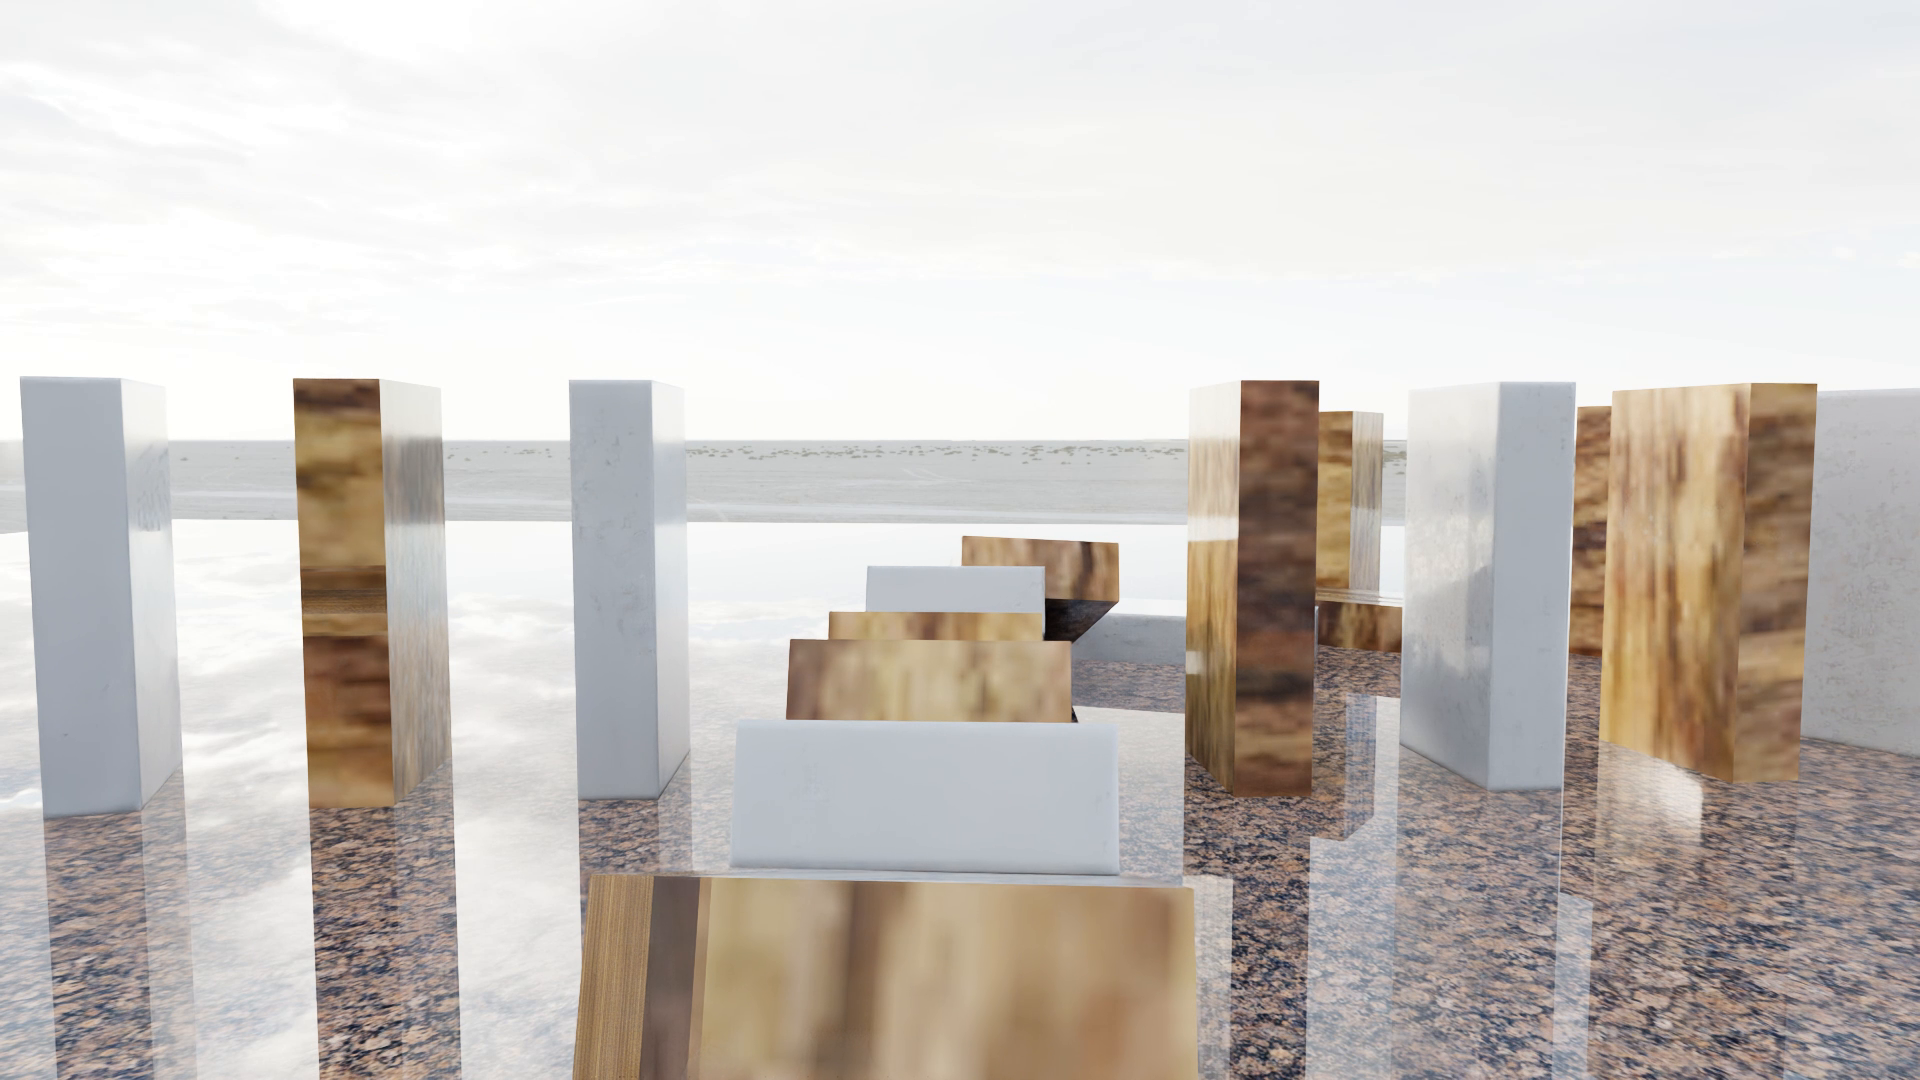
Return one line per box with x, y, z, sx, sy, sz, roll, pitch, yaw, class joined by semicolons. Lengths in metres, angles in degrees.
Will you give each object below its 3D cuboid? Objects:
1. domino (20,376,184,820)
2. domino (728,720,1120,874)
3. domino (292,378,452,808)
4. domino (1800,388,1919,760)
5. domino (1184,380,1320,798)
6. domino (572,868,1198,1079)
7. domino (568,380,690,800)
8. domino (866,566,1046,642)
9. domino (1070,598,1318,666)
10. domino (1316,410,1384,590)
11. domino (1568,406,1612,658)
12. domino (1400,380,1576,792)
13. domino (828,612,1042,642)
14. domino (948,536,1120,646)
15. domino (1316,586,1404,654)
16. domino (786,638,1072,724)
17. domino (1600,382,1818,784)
-0.104;0.006;0.157;0.009;0.050;0.025;-2;5;-21;domino
-0.001;0.022;0.107;0.025;0.009;0.050;0;-14;3;domino
-0.073;0.005;0.161;0.010;0.050;0.025;-1;4;-7;domino
0.129;0.004;0.182;0.010;0.050;0.025;-2;5;-30;domino
0.037;0.005;0.165;0.009;0.050;0.025;0;4;-4;domino
-0.001;0.025;0.076;0.025;0.009;0.050;0;-14;4;domino
-0.042;0.005;0.164;0.010;0.050;0.025;0;4;-3;domino
0.001;0.015;0.203;0.025;0.009;0.050;0;-15;3;domino
0.045;0.018;0.259;0.050;0.009;0.025;2;5;20;domino
0.092;-0.005;0.306;0.009;0.050;0.025;3;5;34;domino
0.137;-0.002;0.263;0.025;0.050;0.009;-3;5;-34;domino
0.068;0.005;0.168;0.009;0.050;0.025;0;4;-6;domino
-0.002;0.018;0.173;0.025;0.009;0.050;0;-12;3;domino
0.010;0.011;0.224;0.025;0.009;0.050;3;-15;-6;domino
0.085;0.017;0.280;0.050;0.009;0.025;3;6;39;domino
-0.002;0.020;0.137;0.025;0.009;0.050;0;-15;3;domino
0.099;0.005;0.172;0.009;0.050;0.025;-1;4;-10;domino
